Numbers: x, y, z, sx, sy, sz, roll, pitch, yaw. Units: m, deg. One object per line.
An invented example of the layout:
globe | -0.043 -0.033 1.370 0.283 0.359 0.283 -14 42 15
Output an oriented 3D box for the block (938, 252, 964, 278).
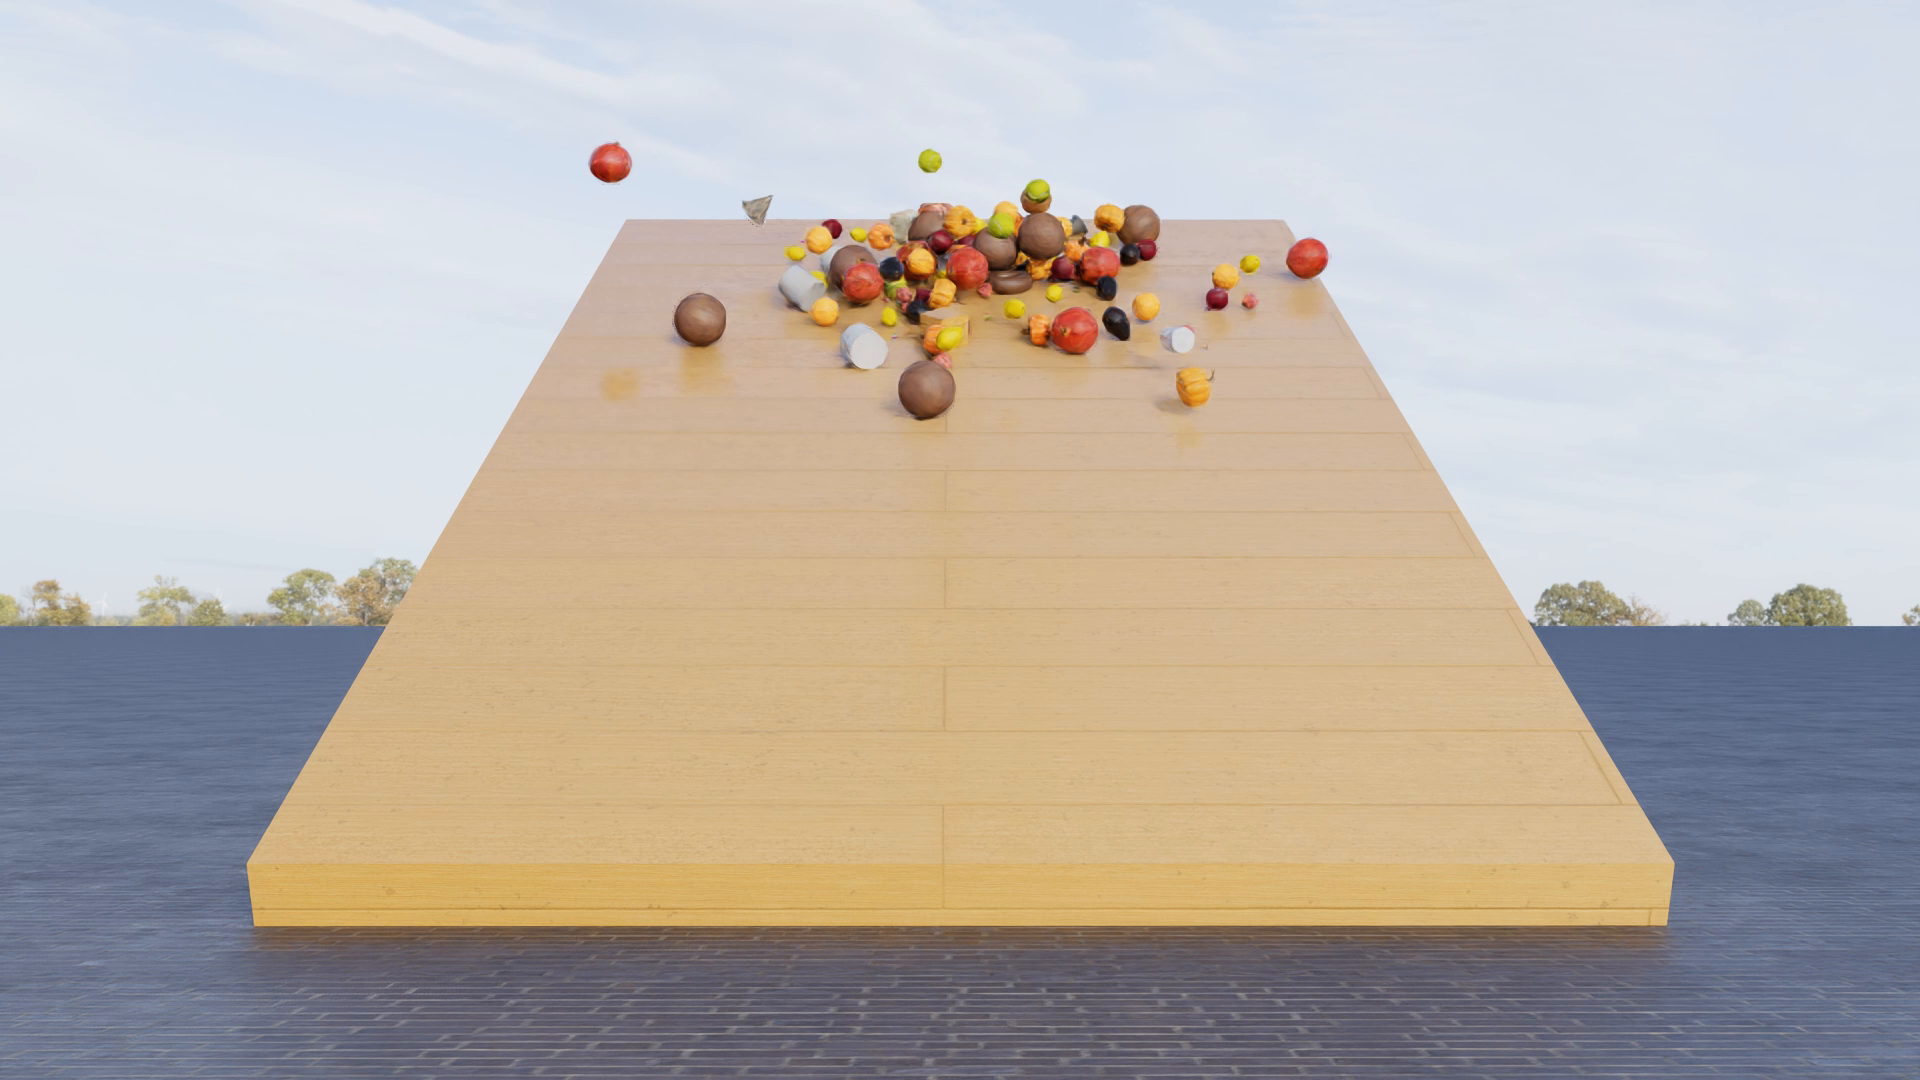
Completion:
block | -0.024 -0.756 6.282 0.054 0.054 0.054 9 23 21

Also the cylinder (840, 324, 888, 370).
cylinder | -0.231 -0.464 5.465 0.090 0.090 0.090 1 20 -21

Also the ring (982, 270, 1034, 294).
ring | 0.129 -0.694 6.133 0.137 0.046 0.137 -1 20 0

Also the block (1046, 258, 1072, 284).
block | 0.271 -0.735 6.230 0.052 0.052 0.052 -10 23 -24

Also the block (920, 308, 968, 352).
block | -0.040 -0.518 5.619 0.082 0.082 0.082 -18 27 -39

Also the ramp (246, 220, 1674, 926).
ramp | -0.006 -0.214 5.079 2.000 0.100 4.000 0 21 0

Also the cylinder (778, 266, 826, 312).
cylinder | -0.410 -0.655 5.933 0.087 0.087 0.087 39 18 26

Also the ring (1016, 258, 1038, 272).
ring | 0.179 -0.749 6.259 0.077 0.026 0.077 -36 7 5

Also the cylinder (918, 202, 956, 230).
cylinder | -0.066 -0.926 6.520 0.077 0.077 0.077 -2 3 44

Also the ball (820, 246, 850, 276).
ball | -0.343 -0.767 6.264 0.085 0.085 0.085 0 -2 0

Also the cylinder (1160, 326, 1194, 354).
cylinder | 0.511 -0.471 5.356 0.060 0.060 0.060 1 12 -23

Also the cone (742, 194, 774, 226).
cone | -0.559 -0.951 6.456 0.085 0.085 0.085 -39 -14 15

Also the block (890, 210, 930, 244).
block | -0.146 -0.910 6.642 0.084 0.084 0.084 18 27 39

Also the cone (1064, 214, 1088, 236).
cone | 0.328 -0.913 6.724 0.067 0.067 0.067 -36 8 -15

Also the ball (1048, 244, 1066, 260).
ball | 0.273 -0.805 6.407 0.056 0.056 0.056 0 -2 0

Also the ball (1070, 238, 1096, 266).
ball | 0.346 -0.808 6.389 0.075 0.075 0.075 0 -2 0

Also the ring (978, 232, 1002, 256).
ring | 0.085 -0.829 6.383 0.028 0.083 0.083 -42 7 -11

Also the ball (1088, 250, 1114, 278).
ball | 0.387 -0.759 6.263 0.075 0.075 0.075 0 -2 0

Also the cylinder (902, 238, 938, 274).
cylinder | -0.110 -0.782 6.285 0.083 0.083 0.083 -10 12 2

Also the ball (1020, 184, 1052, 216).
ball | 0.219 -0.980 6.560 0.090 0.090 0.090 0 -2 0
